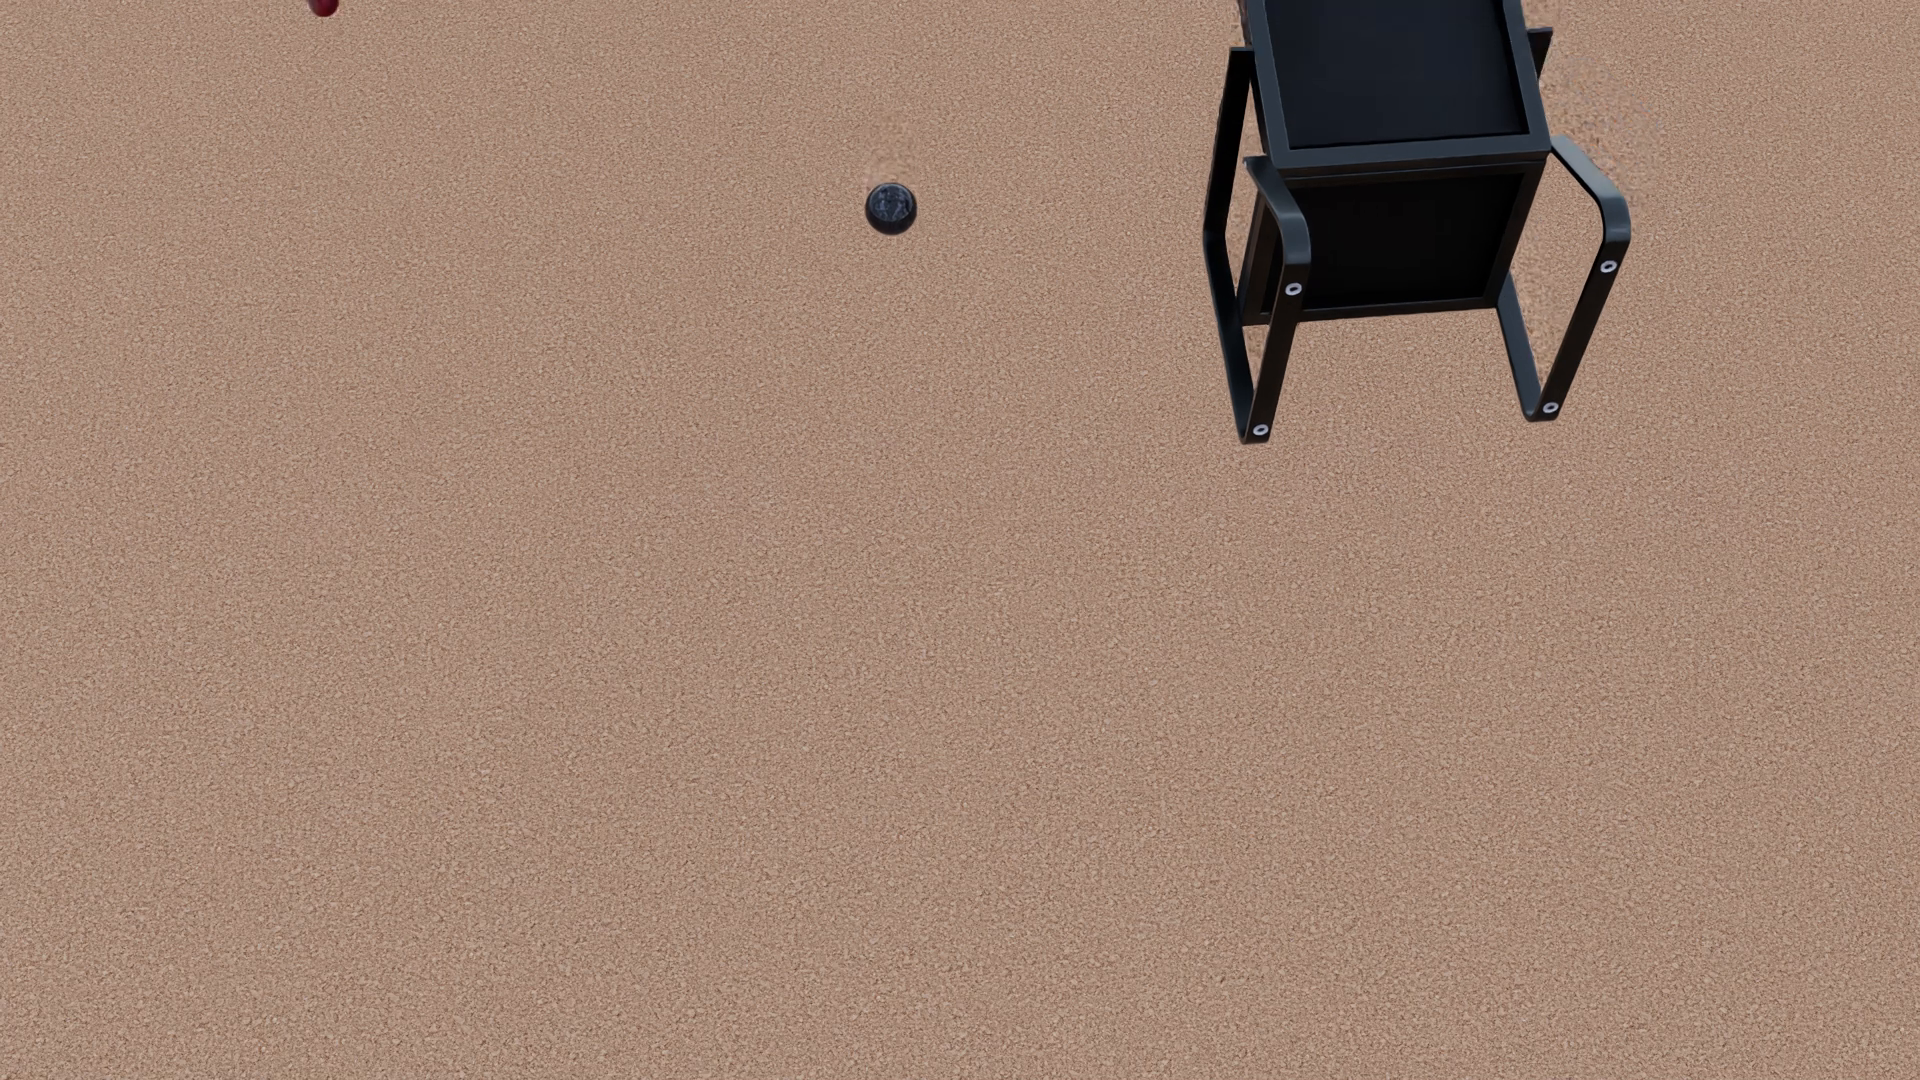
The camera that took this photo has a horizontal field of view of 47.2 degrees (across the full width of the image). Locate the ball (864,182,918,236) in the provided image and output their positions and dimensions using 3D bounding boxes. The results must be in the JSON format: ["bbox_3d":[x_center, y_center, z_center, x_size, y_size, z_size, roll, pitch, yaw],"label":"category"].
[{"bbox_3d":[-0.149,-0.715,4.747,0.115,0.115,0.115,0,56,0],"label":"ball"}]
